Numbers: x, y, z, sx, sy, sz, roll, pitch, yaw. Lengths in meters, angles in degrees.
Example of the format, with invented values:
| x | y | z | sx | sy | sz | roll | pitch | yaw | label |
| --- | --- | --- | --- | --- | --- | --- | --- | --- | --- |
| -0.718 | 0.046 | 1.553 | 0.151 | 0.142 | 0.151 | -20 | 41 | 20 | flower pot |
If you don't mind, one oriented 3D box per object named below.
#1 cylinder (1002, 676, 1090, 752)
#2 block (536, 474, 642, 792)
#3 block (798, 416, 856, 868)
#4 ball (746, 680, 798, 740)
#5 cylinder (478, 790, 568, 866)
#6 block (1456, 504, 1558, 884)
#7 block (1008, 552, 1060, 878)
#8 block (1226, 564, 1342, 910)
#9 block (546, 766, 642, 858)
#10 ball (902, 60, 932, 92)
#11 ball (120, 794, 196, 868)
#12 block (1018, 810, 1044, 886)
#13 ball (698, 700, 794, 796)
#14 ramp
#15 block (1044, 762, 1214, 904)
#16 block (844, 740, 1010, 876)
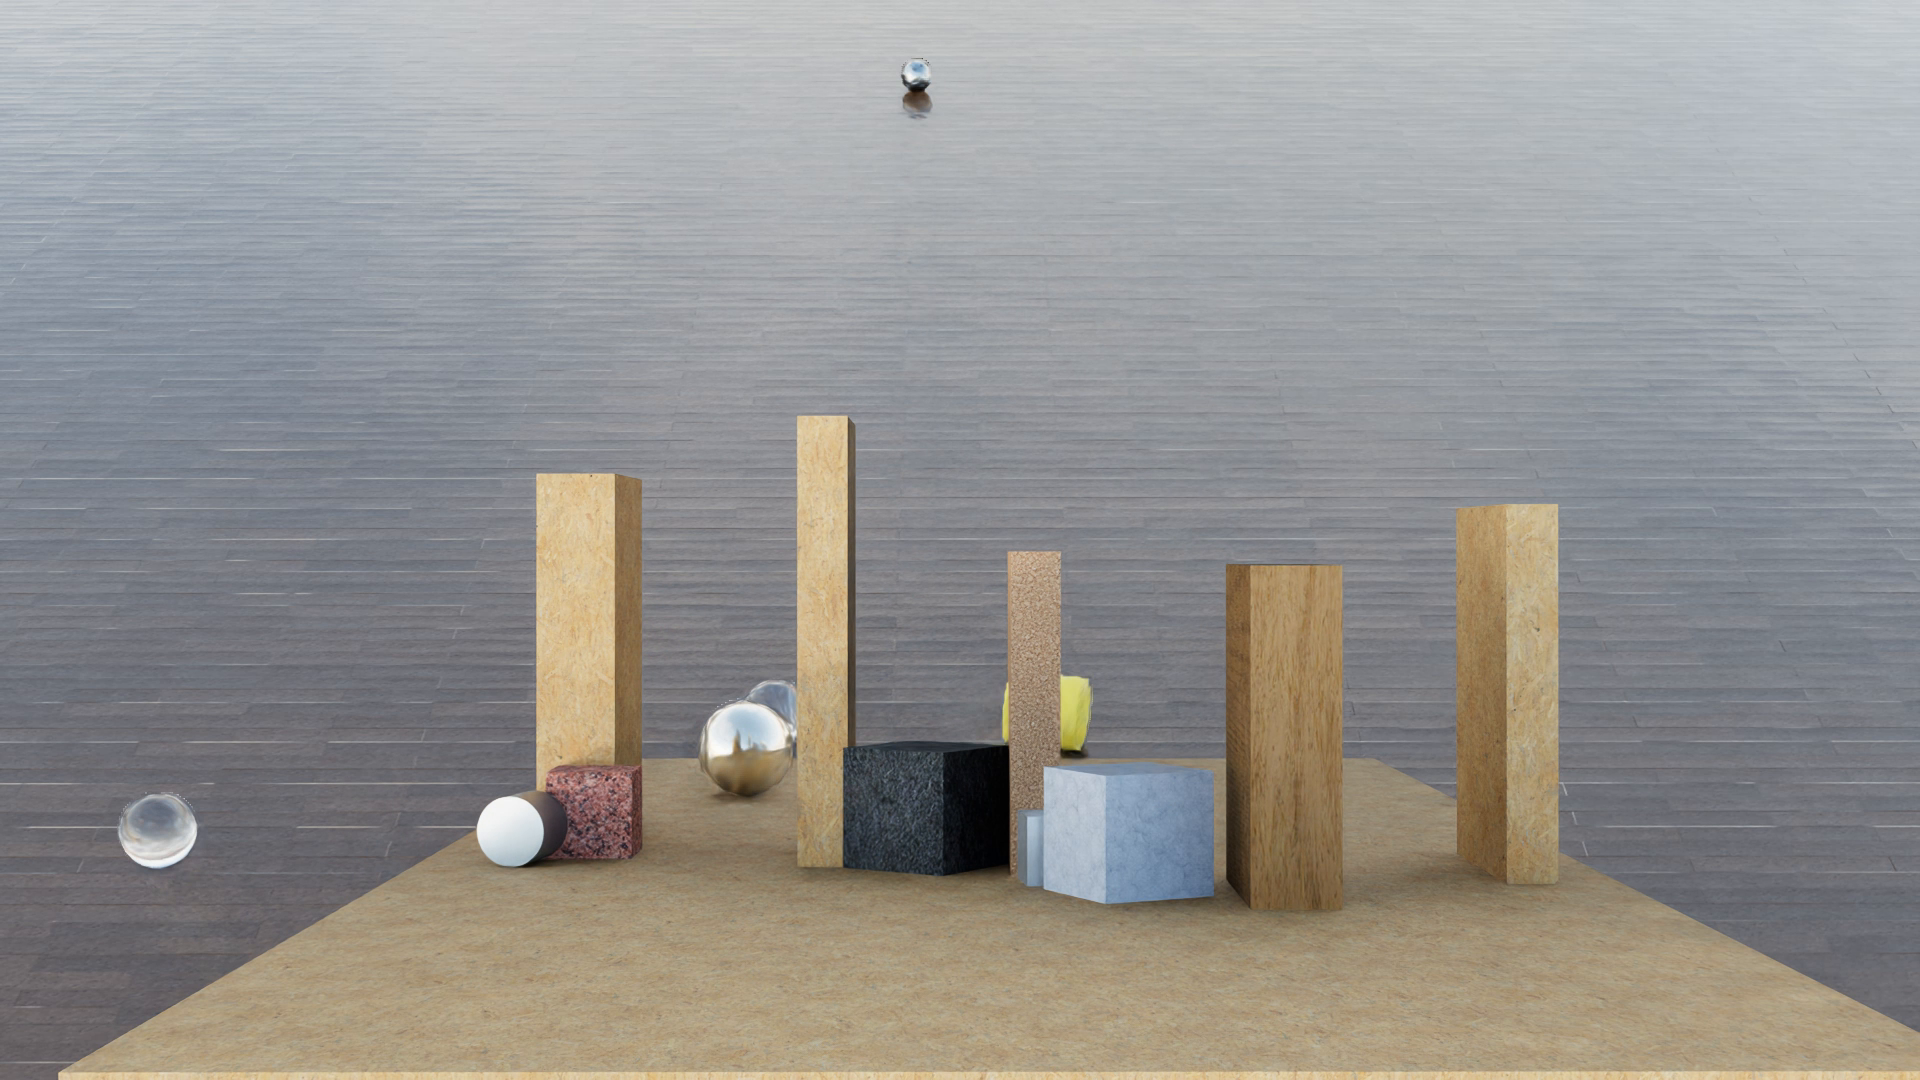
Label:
| x | y | z | sx | sy | sz | roll | pitch | yaw | label |
| --- | --- | --- | --- | --- | --- | --- | --- | --- | --- |
| 0.228 | 0.449 | 6.825 | 0.194 | 0.194 | 0.194 | 6 | 31 | 13 | cylinder |
| -0.693 | 0.219 | 4.864 | 0.141 | 0.676 | 0.400 | 0 | 0 | 0 | block |
| -0.234 | 0.173 | 4.570 | 0.085 | 0.766 | 0.344 | 0 | 0 | 0 | block |
| -0.490 | 0.456 | 6.854 | 0.172 | 0.172 | 0.172 | 0 | 31 | 0 | ball |
| -0.753 | 0.496 | 4.458 | 0.120 | 0.120 | 0.120 | 7 | 1 | 11 | cylinder |
| 0.923 | 0.249 | 4.380 | 0.083 | 0.612 | 0.417 | 0 | 0 | 0 | block |
| 0.125 | 0.287 | 4.406 | 0.082 | 0.536 | 0.292 | 0 | 0 | 0 | block |
| 0.504 | 0.296 | 4.054 | 0.138 | 0.515 | 0.355 | 0 | 0 | 0 | block |
| -0.648 | 0.481 | 4.588 | 0.150 | 0.150 | 0.150 | 0 | 0 | 0 | block |
| -0.185 | -1.975 | 11.018 | 0.128 | 0.128 | 0.128 | 0 | 31 | 0 | ball |
| -1.982 | 0.719 | 6.397 | 0.184 | 0.184 | 0.184 | 0 | 31 | 0 | ball |
| 0.156 | 0.499 | 4.202 | 0.112 | 0.112 | 0.112 | 0 | 0 | -7 | block |
| -0.468 | 0.456 | 5.665 | 0.208 | 0.208 | 0.208 | 0 | 31 | 0 | ball |
| 0.068 | 0.606 | 4.672 | 2.000 | 0.100 | 4.000 | 0 | 0 | 0 | ramp |
| 0.264 | 0.457 | 4.068 | 0.194 | 0.194 | 0.194 | 0 | 0 | -27 | block |
| -0.057 | 0.454 | 4.414 | 0.204 | 0.204 | 0.204 | 0 | 0 | 33 | block |
